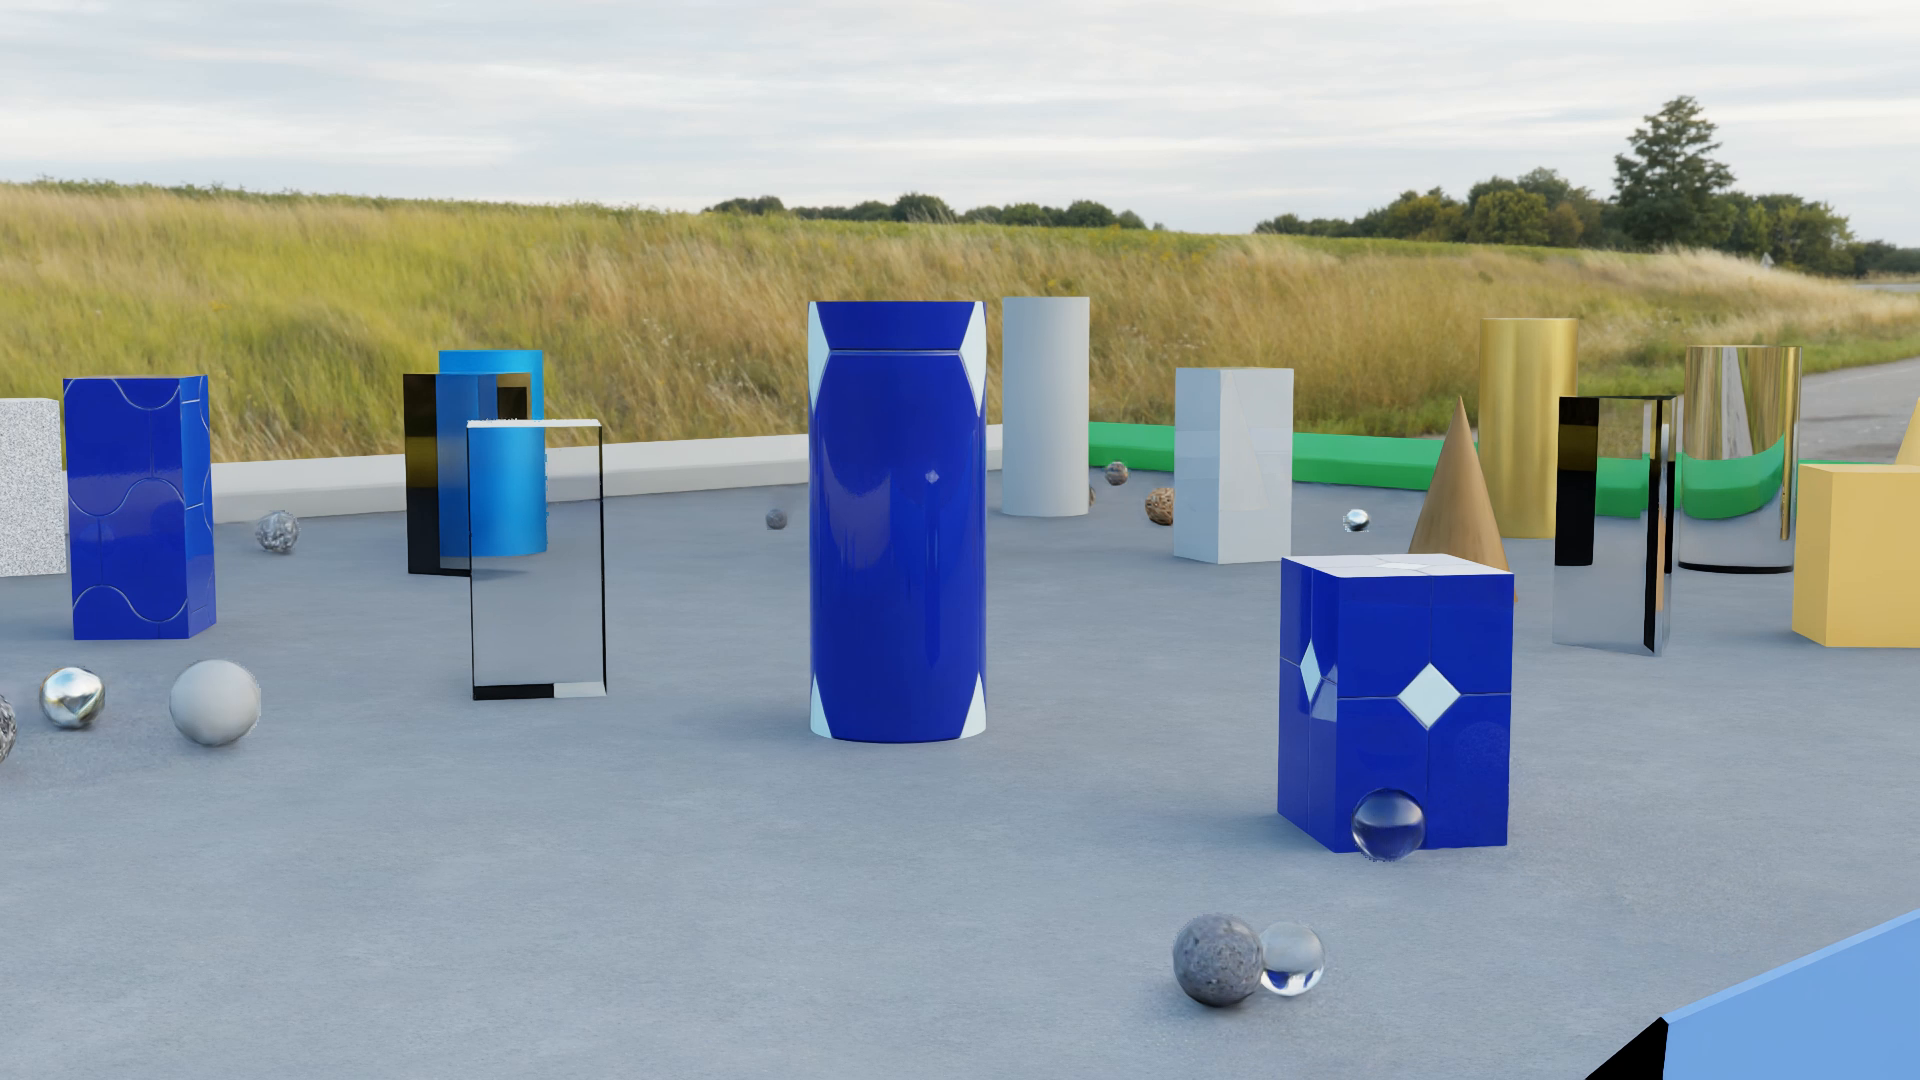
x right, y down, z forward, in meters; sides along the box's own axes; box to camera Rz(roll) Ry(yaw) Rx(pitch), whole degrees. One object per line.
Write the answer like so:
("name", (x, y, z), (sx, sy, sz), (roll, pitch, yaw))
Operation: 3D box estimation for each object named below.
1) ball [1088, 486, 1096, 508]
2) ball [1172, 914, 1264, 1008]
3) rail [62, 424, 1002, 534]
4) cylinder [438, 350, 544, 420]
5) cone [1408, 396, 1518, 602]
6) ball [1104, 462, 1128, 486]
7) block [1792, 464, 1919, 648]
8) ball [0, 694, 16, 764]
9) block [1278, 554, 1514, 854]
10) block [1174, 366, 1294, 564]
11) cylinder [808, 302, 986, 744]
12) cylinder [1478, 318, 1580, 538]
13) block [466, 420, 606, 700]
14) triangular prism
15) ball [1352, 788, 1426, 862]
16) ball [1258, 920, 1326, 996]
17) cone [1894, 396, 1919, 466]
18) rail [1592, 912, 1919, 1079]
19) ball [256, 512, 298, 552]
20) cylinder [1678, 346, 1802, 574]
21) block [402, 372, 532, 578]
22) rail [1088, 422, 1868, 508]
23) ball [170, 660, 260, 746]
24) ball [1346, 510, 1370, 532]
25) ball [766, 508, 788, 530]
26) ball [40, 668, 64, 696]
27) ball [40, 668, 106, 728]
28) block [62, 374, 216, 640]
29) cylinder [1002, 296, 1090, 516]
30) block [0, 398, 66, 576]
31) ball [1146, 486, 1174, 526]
("ball", (0.275, -0.096, 4.861), (0.052, 0.052, 0.052), (0, 6, 0))
("ball", (0.165, 0.269, 1.405), (0.058, 0.058, 0.058), (0, 6, 0))
("rail", (-1.298, -0.116, 4.731), (4.454, 0.122, 0.045), (-6, 8, -42))
("cylinder", (-0.862, -0.167, 4.062), (0.187, 0.365, 0.187), (0, 6, 0))
("cone", (0.759, -0.066, 3.354), (0.187, 0.314, 0.187), (0, 6, 0))
("ball", (0.391, -0.165, 5.497), (0.060, 0.060, 0.060), (0, 6, 0))
("block", (1.220, 0.019, 2.951), (0.150, 0.230, 0.150), (0, 6, 5))
("ball", (-0.943, 0.180, 2.081), (0.093, 0.093, 0.093), (0, 6, 0))
("block", (0.367, 0.134, 1.873), (0.150, 0.227, 0.150), (-1, 6, -10))
("block", (0.484, -0.136, 3.904), (0.150, 0.337, 0.150), (-3, 7, -25))
("cylinder", (-0.066, -0.025, 2.319), (0.187, 0.450, 0.187), (0, 6, 0))
("cylinder", (1.111, -0.222, 4.310), (0.187, 0.422, 0.187), (0, 6, 0))
("block", (-0.494, 0.019, 2.567), (0.150, 0.310, 0.150), (-1, 6, -11))
("triangular prism", (0.894, -0.024, 2.894), (0.141, 0.328, 0.162), (-5, 8, -39))
("ball", (0.346, 0.229, 1.773), (0.060, 0.060, 0.060), (0, 6, 0))
("ball", (0.213, 0.271, 1.428), (0.048, 0.048, 0.048), (0, 6, 0))
("cone", (1.402, -0.054, 3.231), (0.187, 0.315, 0.187), (0, 6, 0))
("rail", (1.298, 0.180, 1.933), (4.454, 0.122, 0.045), (-6, 8, -42))
("ball", (-1.243, -0.014, 4.002), (0.074, 0.074, 0.074), (0, 6, 0))
("cylinder", (1.330, -0.141, 3.750), (0.187, 0.378, 0.187), (0, 6, 0))
("block", (-0.827, -0.114, 3.708), (0.150, 0.335, 0.150), (3, 7, 23))
("rail", (1.619, -0.126, 4.818), (0.045, 0.122, 3.875), (-6, 8, -42))
("ball", (-0.759, 0.166, 2.239), (0.087, 0.087, 0.087), (0, 6, 0))
("ball", (0.787, -0.038, 4.356), (0.046, 0.046, 0.046), (0, 6, 0))
("ball", (-0.366, -0.041, 4.395), (0.044, 0.044, 0.044), (0, 6, 0))
("ball", (-0.969, 0.166, 2.386), (0.056, 0.056, 0.056), (0, 6, 0))
("ball", (-0.940, 0.167, 2.333), (0.064, 0.064, 0.064), (0, 6, 0))
("block", (-1.120, -0.048, 3.012), (0.150, 0.350, 0.150), (-1, 6, -5))
("cylinder", (0.185, -0.292, 4.761), (0.187, 0.466, 0.187), (0, 6, 0))
("block", (-1.605, -0.091, 3.706), (0.150, 0.289, 0.150), (-4, 7, -32))
("ball", (0.418, -0.069, 4.492), (0.079, 0.079, 0.079), (0, 6, 0))
